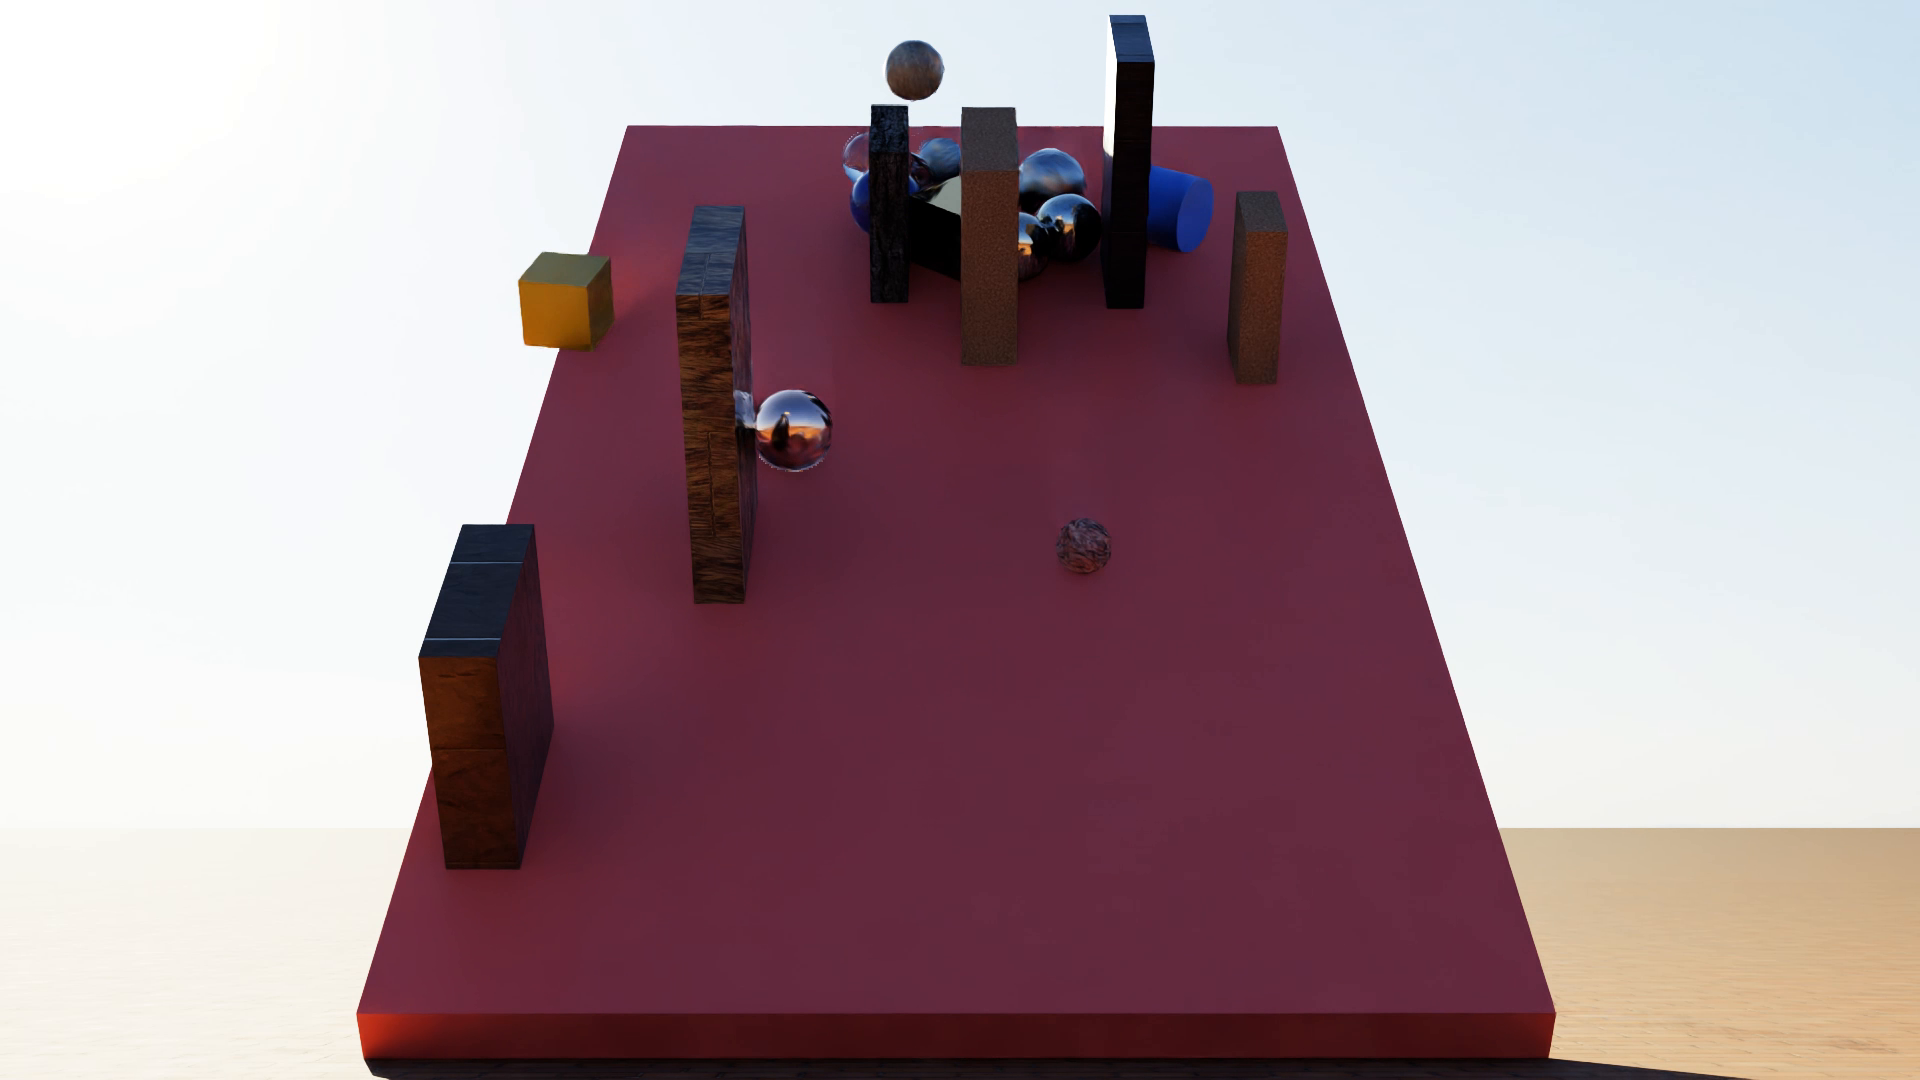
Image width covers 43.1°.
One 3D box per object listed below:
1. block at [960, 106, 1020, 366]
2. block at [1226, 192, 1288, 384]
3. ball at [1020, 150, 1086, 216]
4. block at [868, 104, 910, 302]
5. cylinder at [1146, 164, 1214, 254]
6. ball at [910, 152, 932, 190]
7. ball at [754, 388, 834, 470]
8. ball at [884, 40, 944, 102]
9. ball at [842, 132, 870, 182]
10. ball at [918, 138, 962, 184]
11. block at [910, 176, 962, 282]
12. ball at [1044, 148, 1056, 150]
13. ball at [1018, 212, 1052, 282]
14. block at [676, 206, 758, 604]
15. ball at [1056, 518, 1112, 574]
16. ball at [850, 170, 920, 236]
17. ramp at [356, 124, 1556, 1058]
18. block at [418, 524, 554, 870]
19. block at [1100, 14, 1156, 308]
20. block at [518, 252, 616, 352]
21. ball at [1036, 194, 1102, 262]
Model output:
[{"bbox_3d":[0.073,-0.769,6.132,0.138,0.521,0.423,0,31,0],"label":"block"},{"bbox_3d":[0.732,-0.624,6.005,0.099,0.408,0.245,0,31,0],"label":"block"},{"bbox_3d":[0.252,-0.991,6.807,0.204,0.204,0.204,0,-7,0],"label":"ball"},{"bbox_3d":[-0.185,-0.889,6.426,0.099,0.423,0.329,0,31,0],"label":"block"},{"bbox_3d":[0.556,-0.915,6.681,0.208,0.208,0.208,20,4,29],"label":"cylinder"},{"bbox_3d":[-0.161,-1.018,6.886,0.168,0.168,0.168,0,-7,0],"label":"ball"},{"bbox_3d":[-0.385,-0.255,5.599,0.187,0.187,0.187,0,-7,0],"label":"ball"},{"bbox_3d":[-0.131,-1.328,6.879,0.172,0.172,0.172,0,-7,0],"label":"ball"},{"bbox_3d":[-0.257,-1.095,7.019,0.162,0.162,0.162,0,-7,0],"label":"ball"},{"bbox_3d":[-0.055,-1.102,7.061,0.133,0.133,0.133,0,-7,0],"label":"ball"},{"bbox_3d":[-0.001,-0.843,6.574,0.192,0.192,0.192,26,40,36],"label":"block"},{"bbox_3d":[0.257,-1.055,6.978,0.139,0.139,0.139,0,-7,0],"label":"ball"},{"bbox_3d":[0.153,-0.781,6.479,0.186,0.186,0.186,0,-7,0],"label":"ball"},{"bbox_3d":[-0.508,-0.286,5.136,0.105,0.718,0.439,0,31,0],"label":"block"},{"bbox_3d":[0.266,0.013,5.222,0.121,0.121,0.121,0,-7,0],"label":"ball"},{"bbox_3d":[-0.205,-0.931,6.710,0.201,0.201,0.201,0,-7,0],"label":"ball"},{"bbox_3d":[-0.014,-0.200,5.789,2.000,0.100,4.000,0,31,0],"label":"ramp"},{"bbox_3d":[-0.857,0.281,4.443,0.133,0.458,0.445,0,31,0],"label":"block"},{"bbox_3d":[0.434,-0.986,6.345,0.096,0.675,0.353,0,31,0],"label":"block"},{"bbox_3d":[-1.000,-0.608,6.187,0.181,0.181,0.181,6,32,10],"label":"block"},{"bbox_3d":[0.291,-0.845,6.585,0.186,0.186,0.186,0,-7,0],"label":"ball"}]
